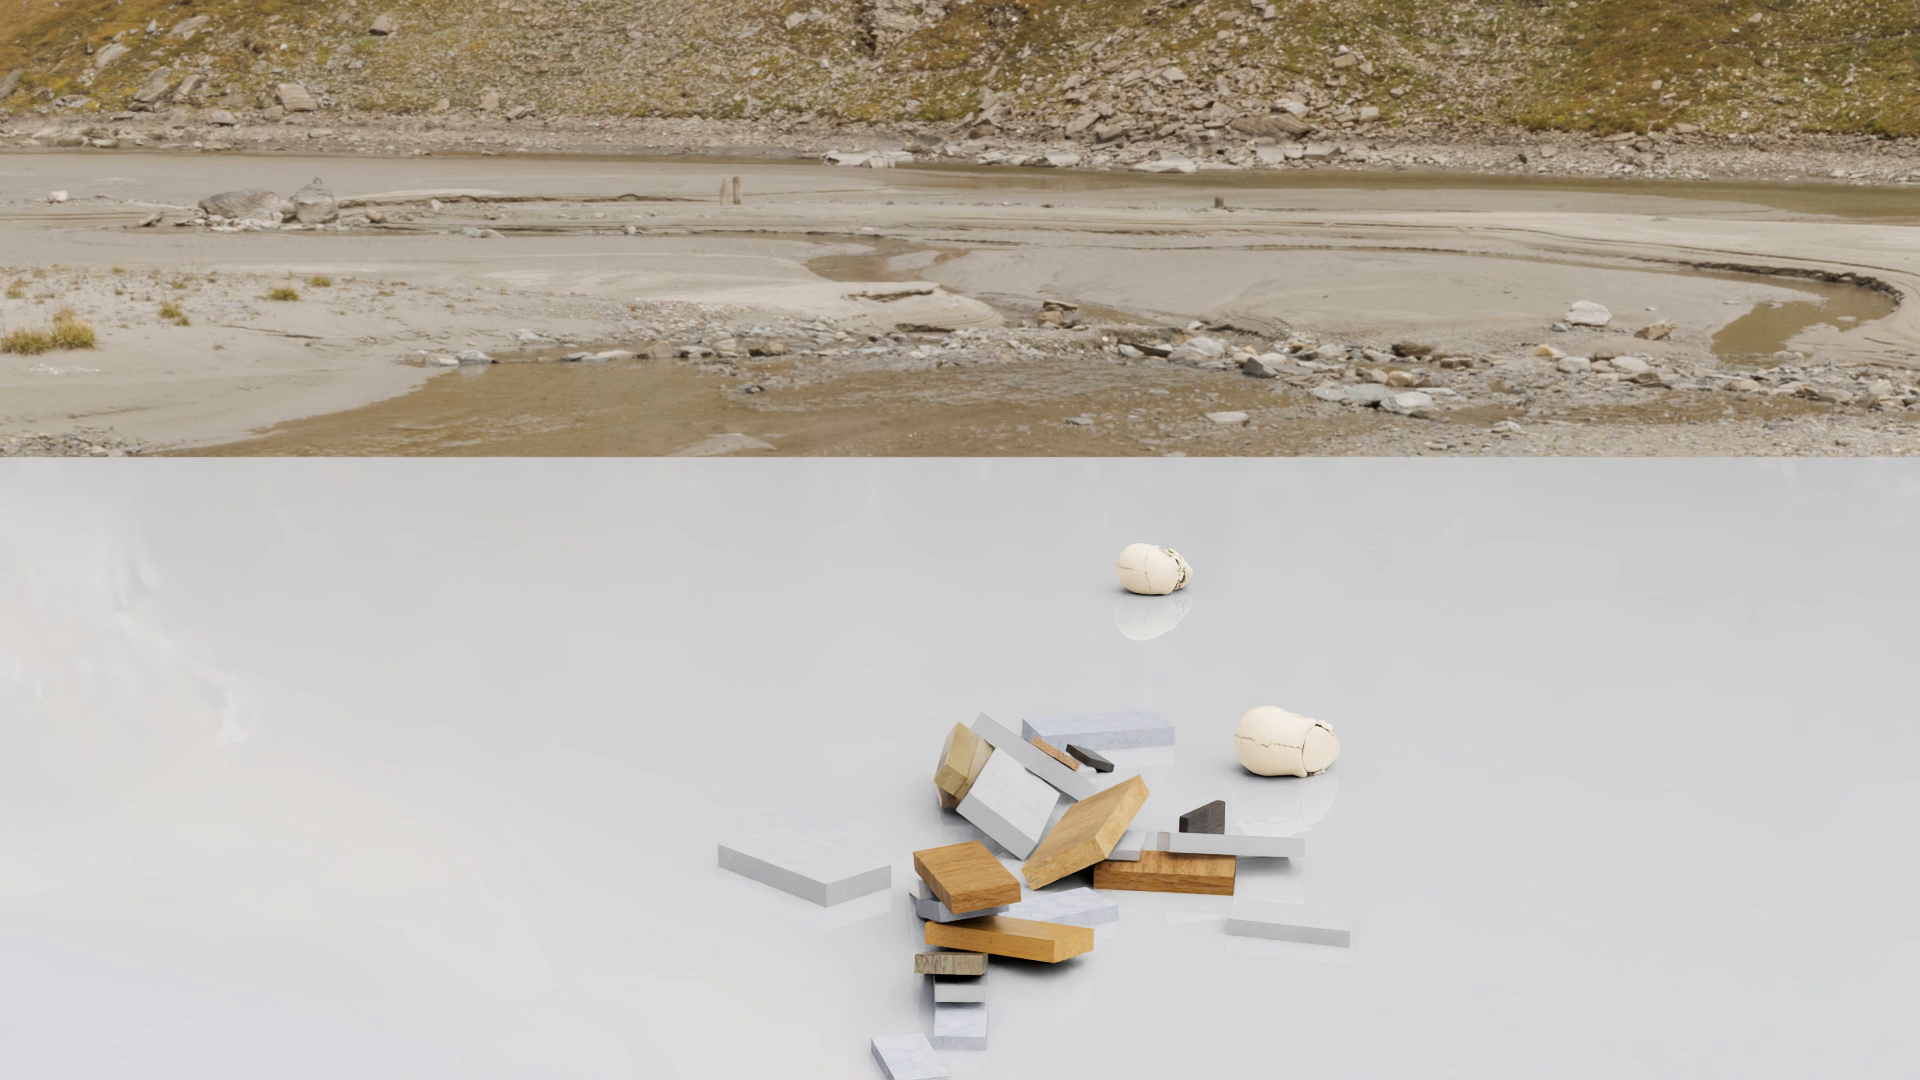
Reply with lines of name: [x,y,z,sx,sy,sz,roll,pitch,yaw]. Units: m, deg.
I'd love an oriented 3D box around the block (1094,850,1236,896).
block: [0.349,0.562,3.729,0.233,0.033,0.117,2,11,9]

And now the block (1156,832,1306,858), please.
block: [0.466,0.525,3.794,0.233,0.033,0.117,3,-7,-5]

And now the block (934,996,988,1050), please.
block: [0.002,0.683,3.113,0.073,0.021,0.147,0,11,2]

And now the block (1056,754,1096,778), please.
block: [0.221,0.452,4.370,0.057,0.016,0.113,-4,11,-20]

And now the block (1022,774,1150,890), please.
block: [0.224,0.506,3.836,0.144,0.041,0.375,-27,2,19]

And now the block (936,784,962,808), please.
block: [-0.011,0.477,4.138,0.061,0.017,0.121,-1,11,-6]

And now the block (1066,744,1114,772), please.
block: [0.260,0.436,4.403,0.057,0.016,0.113,17,3,-23]

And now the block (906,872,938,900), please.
block: [-0.022,0.555,3.575,0.109,0.031,0.218,-8,-5,-7]

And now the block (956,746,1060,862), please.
block: [0.090,0.473,3.972,0.148,0.042,0.295,37,15,2]

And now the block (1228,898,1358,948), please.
block: [0.529,0.608,3.495,0.193,0.027,0.096,3,11,17]

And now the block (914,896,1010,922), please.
block: [0.001,0.573,3.468,0.109,0.031,0.218,-7,-5,-12]

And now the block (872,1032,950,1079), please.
block: [-0.068,0.708,2.976,0.073,0.021,0.147,-3,11,-15]

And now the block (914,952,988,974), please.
block: [-0.012,0.623,3.240,0.096,0.027,0.193,1,-10,4]

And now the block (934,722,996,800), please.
block: [0.034,0.439,4.153,0.148,0.042,0.295,35,11,-3]

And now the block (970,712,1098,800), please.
block: [0.140,0.421,4.256,0.148,0.042,0.295,34,-3,-23]

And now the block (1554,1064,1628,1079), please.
block: [0.816,0.725,2.895,0.126,0.018,0.063,-8,13,-37]

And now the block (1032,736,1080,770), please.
block: [0.190,0.423,4.358,0.057,0.016,0.113,33,-4,-24]

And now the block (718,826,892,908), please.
block: [-0.267,0.554,3.749,0.144,0.041,0.287,-10,14,-43]

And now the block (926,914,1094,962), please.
block: [0.076,0.609,3.379,0.233,0.033,0.117,1,1,34]

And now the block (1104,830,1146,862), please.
block: [0.283,0.525,3.785,0.063,0.018,0.126,2,7,10]

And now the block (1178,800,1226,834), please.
block: [0.432,0.510,3.925,0.018,0.063,0.126,8,13,37]

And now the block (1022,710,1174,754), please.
block: [0.287,0.399,4.583,0.287,0.041,0.144,-3,11,-14]

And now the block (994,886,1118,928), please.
block: [0.147,0.601,3.536,0.193,0.027,0.096,-6,12,-30]

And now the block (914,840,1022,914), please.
block: [0.009,0.521,3.410,0.109,0.031,0.218,-8,12,-15]

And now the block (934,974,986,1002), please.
block: [0.000,0.649,3.197,0.073,0.021,0.147,0,-3,-1]

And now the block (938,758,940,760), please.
block: [0.004,0.433,4.257,0.061,0.017,0.121,39,9,15]
